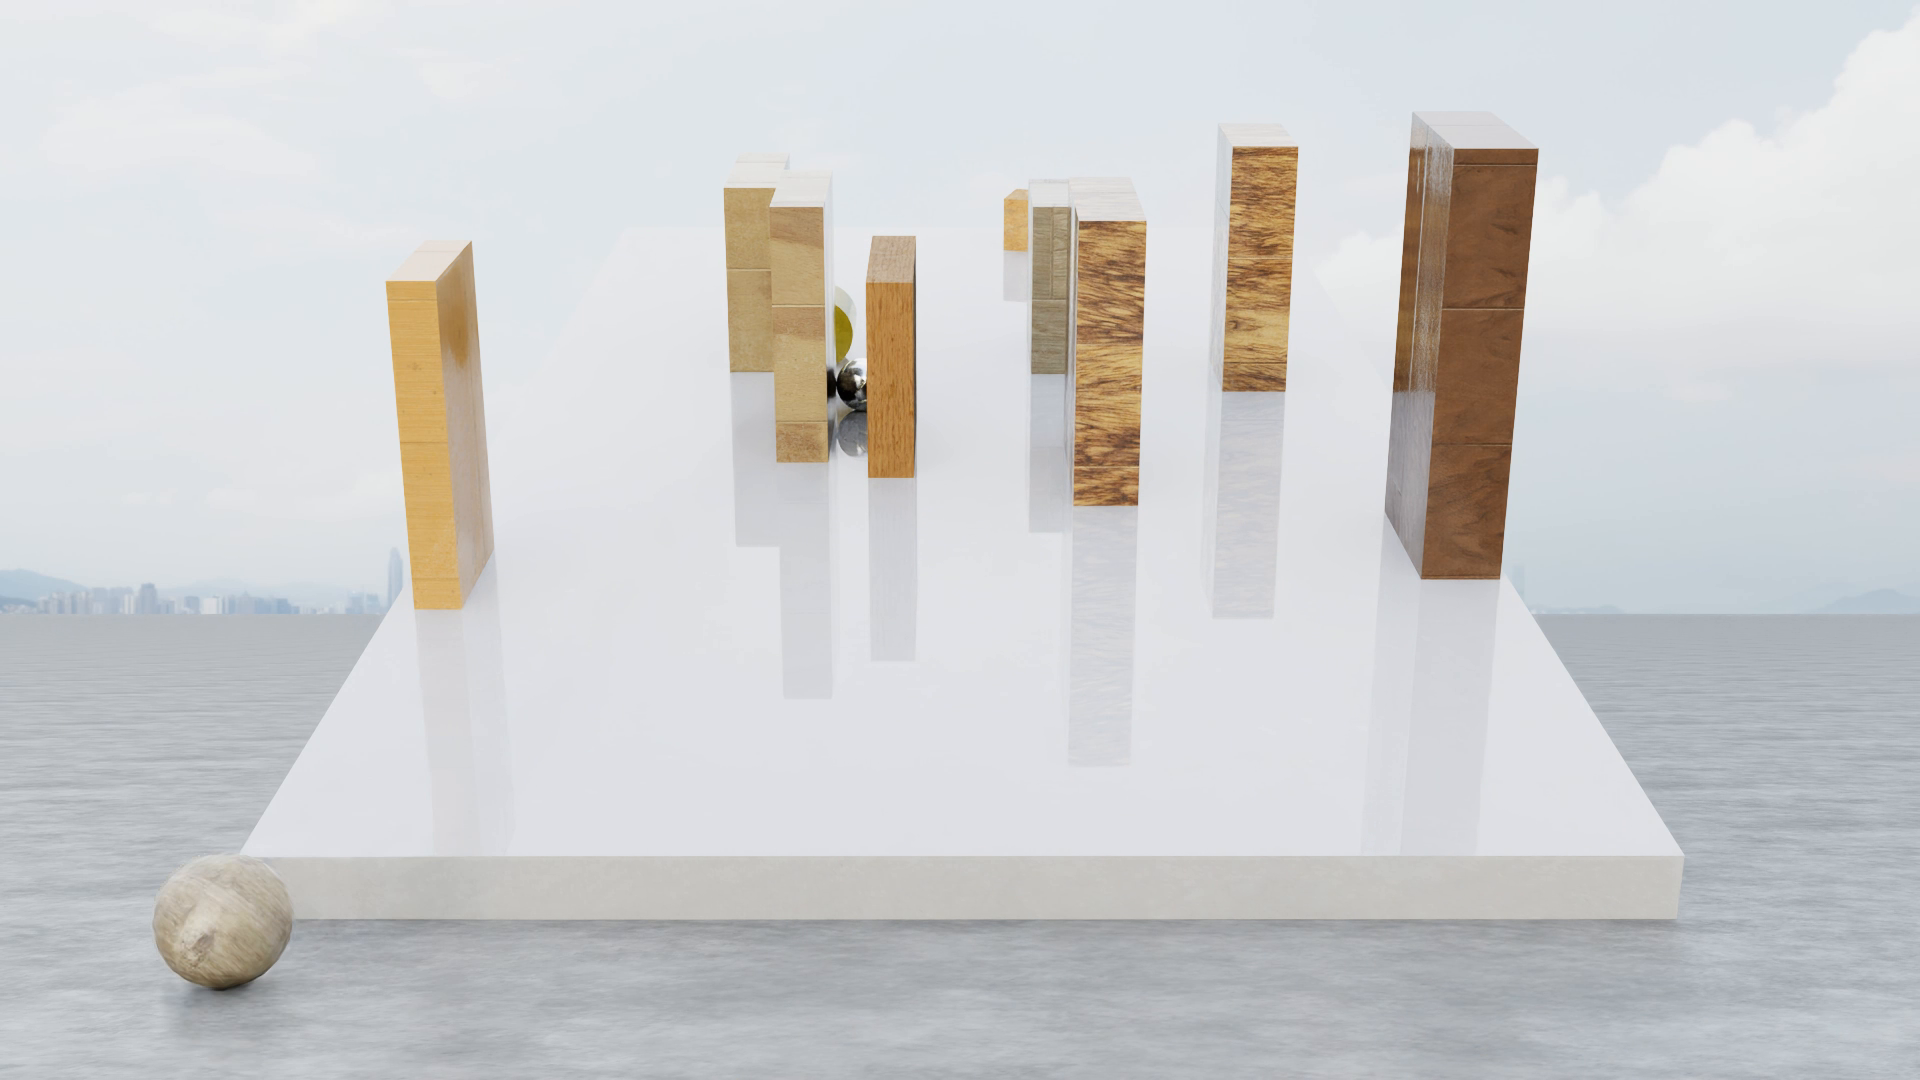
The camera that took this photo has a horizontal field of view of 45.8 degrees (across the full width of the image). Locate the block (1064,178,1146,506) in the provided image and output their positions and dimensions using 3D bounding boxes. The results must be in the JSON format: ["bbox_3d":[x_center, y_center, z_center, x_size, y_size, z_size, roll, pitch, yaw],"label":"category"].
[{"bbox_3d":[0.289,-0.410,4.604,0.129,0.573,0.423,0,20,0],"label":"block"}]

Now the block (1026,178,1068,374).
[{"bbox_3d":[0.225,-0.639,5.472,0.114,0.401,0.329,0,20,0],"label":"block"}]

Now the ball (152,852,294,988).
[{"bbox_3d":[-0.846,0.437,2.609,0.154,0.154,0.154,0,-2,0],"label":"ball"}]

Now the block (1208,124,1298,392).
[{"bbox_3d":[0.680,-0.662,5.295,0.147,0.568,0.300,0,20,0],"label":"block"}]

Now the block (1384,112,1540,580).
[{"bbox_3d":[0.910,-0.361,4.168,0.144,0.786,0.374,0,20,0],"label":"block"}]

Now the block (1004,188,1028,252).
[{"bbox_3d":[0.219,-0.932,6.628,0.151,0.151,0.151,5,21,14],"label":"block"}]

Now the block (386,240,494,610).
[{"bbox_3d":[-0.916,-0.208,4.027,0.083,0.590,0.308,0,20,0],"label":"block"}]

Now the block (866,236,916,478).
[{"bbox_3d":[-0.142,-0.394,4.793,0.094,0.410,0.426,0,20,0],"label":"block"}]

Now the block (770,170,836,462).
[{"bbox_3d":[-0.331,-0.483,4.845,0.108,0.542,0.387,0,20,0],"label":"block"}]

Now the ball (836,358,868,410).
[{"bbox_3d":[-0.218,-0.349,5.093,0.119,0.119,0.119,0,-2,0],"label":"ball"}]

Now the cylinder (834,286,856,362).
[{"bbox_3d":[-0.338,-0.519,5.482,0.169,0.169,0.169,0,20,1],"label":"cylinder"}]

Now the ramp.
[{"bbox_3d":[-0.005,-0.209,5.031,2.000,0.100,4.000,0,20,0],"label":"ramp"}]

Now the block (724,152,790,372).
[{"bbox_3d":[-0.486,-0.682,5.526,0.124,0.443,0.437,0,20,0],"label":"block"}]
